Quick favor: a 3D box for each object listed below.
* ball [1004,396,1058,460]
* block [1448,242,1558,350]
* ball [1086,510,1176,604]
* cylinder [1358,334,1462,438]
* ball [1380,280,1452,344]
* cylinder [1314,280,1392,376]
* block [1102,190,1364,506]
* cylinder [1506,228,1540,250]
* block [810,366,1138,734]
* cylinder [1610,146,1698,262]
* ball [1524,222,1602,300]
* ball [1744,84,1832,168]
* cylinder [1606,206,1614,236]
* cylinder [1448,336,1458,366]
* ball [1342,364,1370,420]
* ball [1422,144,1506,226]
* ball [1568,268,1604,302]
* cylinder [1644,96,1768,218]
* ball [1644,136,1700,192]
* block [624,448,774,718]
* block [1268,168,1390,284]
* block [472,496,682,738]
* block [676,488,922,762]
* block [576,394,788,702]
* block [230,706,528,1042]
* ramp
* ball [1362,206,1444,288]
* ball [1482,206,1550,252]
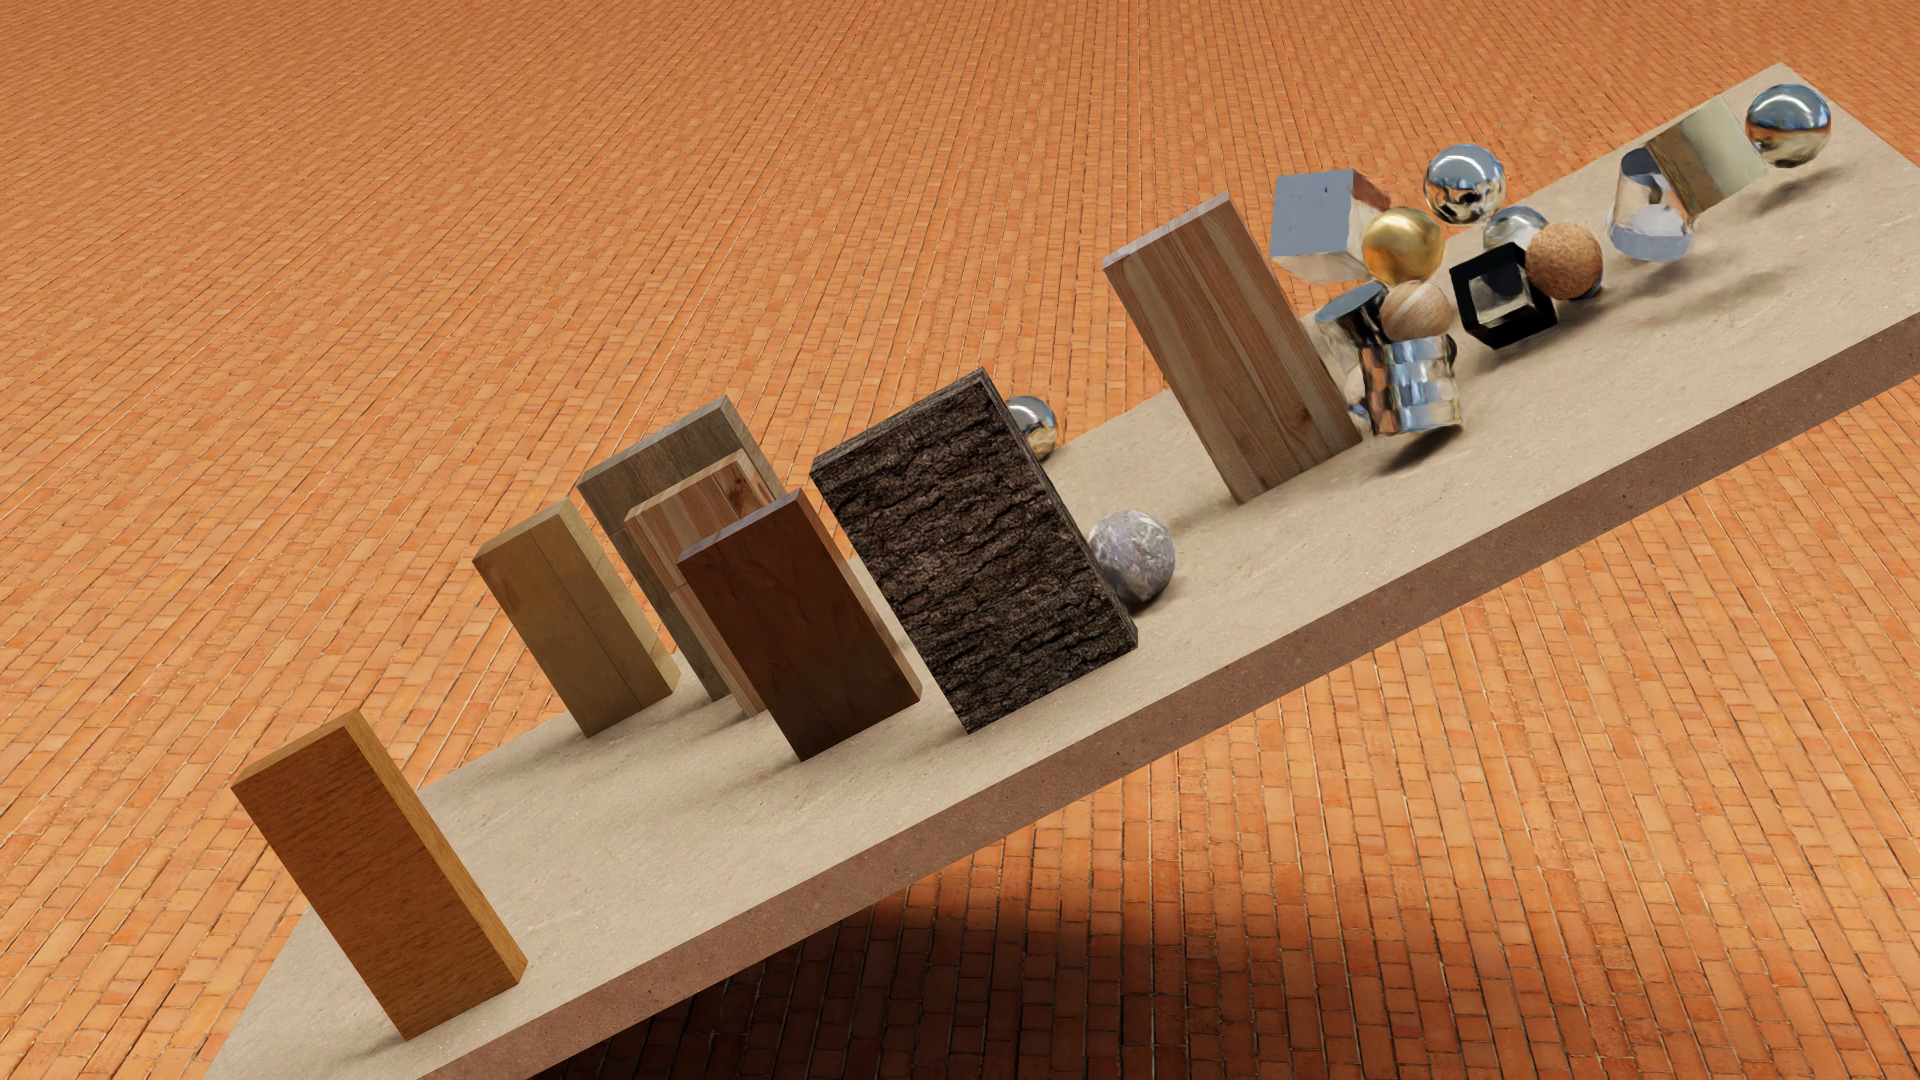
[{"bbox_3d":[0.156,-0.268,7.170,0.169,0.169,0.169,0,18,0],"label":"ball"},{"bbox_3d":[1.100,-0.493,5.956,0.143,0.143,0.143,-23,-25,29],"label":"block"},{"bbox_3d":[0.331,0.035,5.773,0.185,0.185,0.185,0,18,0],"label":"ball"},{"bbox_3d":[0.873,-0.297,5.698,0.174,0.174,0.174,-10,1,0],"label":"cylinder"},{"bbox_3d":[0.904,-0.445,5.837,0.141,0.141,0.141,0,18,0],"label":"ball"},{"bbox_3d":[0.873,-0.441,6.309,0.167,0.167,0.167,-29,14,8],"label":"cylinder"},{"bbox_3d":[0.553,-0.386,5.960,0.287,0.569,0.099,-28,15,12],"label":"block"},{"bbox_3d":[1.193,-0.583,6.222,0.114,0.114,0.114,11,45,31],"label":"cylinder"},{"bbox_3d":[0.030,0.024,5.580,0.371,0.599,0.103,-28,15,12],"label":"block"},{"bbox_3d":[1.376,-0.664,5.804,0.165,0.165,0.165,-1,38,1],"label":"cylinder"},{"bbox_3d":[1.203,-0.556,5.864,0.154,0.154,0.154,0,18,0],"label":"ball"},{"bbox_3d":[1.653,-0.826,5.873,0.169,0.169,0.169,0,18,0],"label":"ball"},{"bbox_3d":[1.404,-0.656,6.028,0.111,0.111,0.111,-12,-7,-31],"label":"cylinder"},{"bbox_3d":[0.930,-0.350,5.928,0.117,0.117,0.117,8,50,22],"label":"cylinder"},{"bbox_3d":[0.844,-0.306,6.002,0.125,0.125,0.125,0,18,0],"label":"ball"},{"bbox_3d":[1.077,-0.757,6.277,0.176,0.176,0.176,0,18,0],"label":"ball"},{"bbox_3d":[1.253,-0.542,5.990,0.113,0.113,0.113,0,18,0],"label":"ball"},{"bbox_3d":[1.395,-0.716,5.500,0.166,0.166,0.166,-32,0,0],"label":"cylinder"},{"bbox_3d":[1.529,-0.806,6.310,0.117,0.117,0.117,0,18,0],"label":"ball"},{"bbox_3d":[-0.474,0.098,6.494,0.292,0.527,0.093,-28,15,12],"label":"block"},{"bbox_3d":[0.845,-0.713,6.712,0.194,0.194,0.194,-2,-15,33],"label":"block"},{"bbox_3d":[-0.924,0.188,7.112,0.247,0.521,0.137,-28,15,12],"label":"block"},{"bbox_3d":[-0.324,0.175,6.003,0.284,0.493,0.085,-28,15,12],"label":"block"},{"bbox_3d":[-0.552,0.021,6.760,0.384,0.600,0.115,-28,15,12],"label":"block"},{"bbox_3d":[-1.132,0.658,5.756,0.267,0.621,0.098,-28,15,12],"label":"block"},{"bbox_3d":[0.142,0.168,6.284,4.000,0.100,2.000,-28,15,12],"label":"ramp"},{"bbox_3d":[0.968,-0.639,6.424,0.179,0.179,0.179,0,18,0],"label":"ball"},{"bbox_3d":[1.205,-0.647,6.359,0.152,0.152,0.152,0,18,0],"label":"ball"}]
